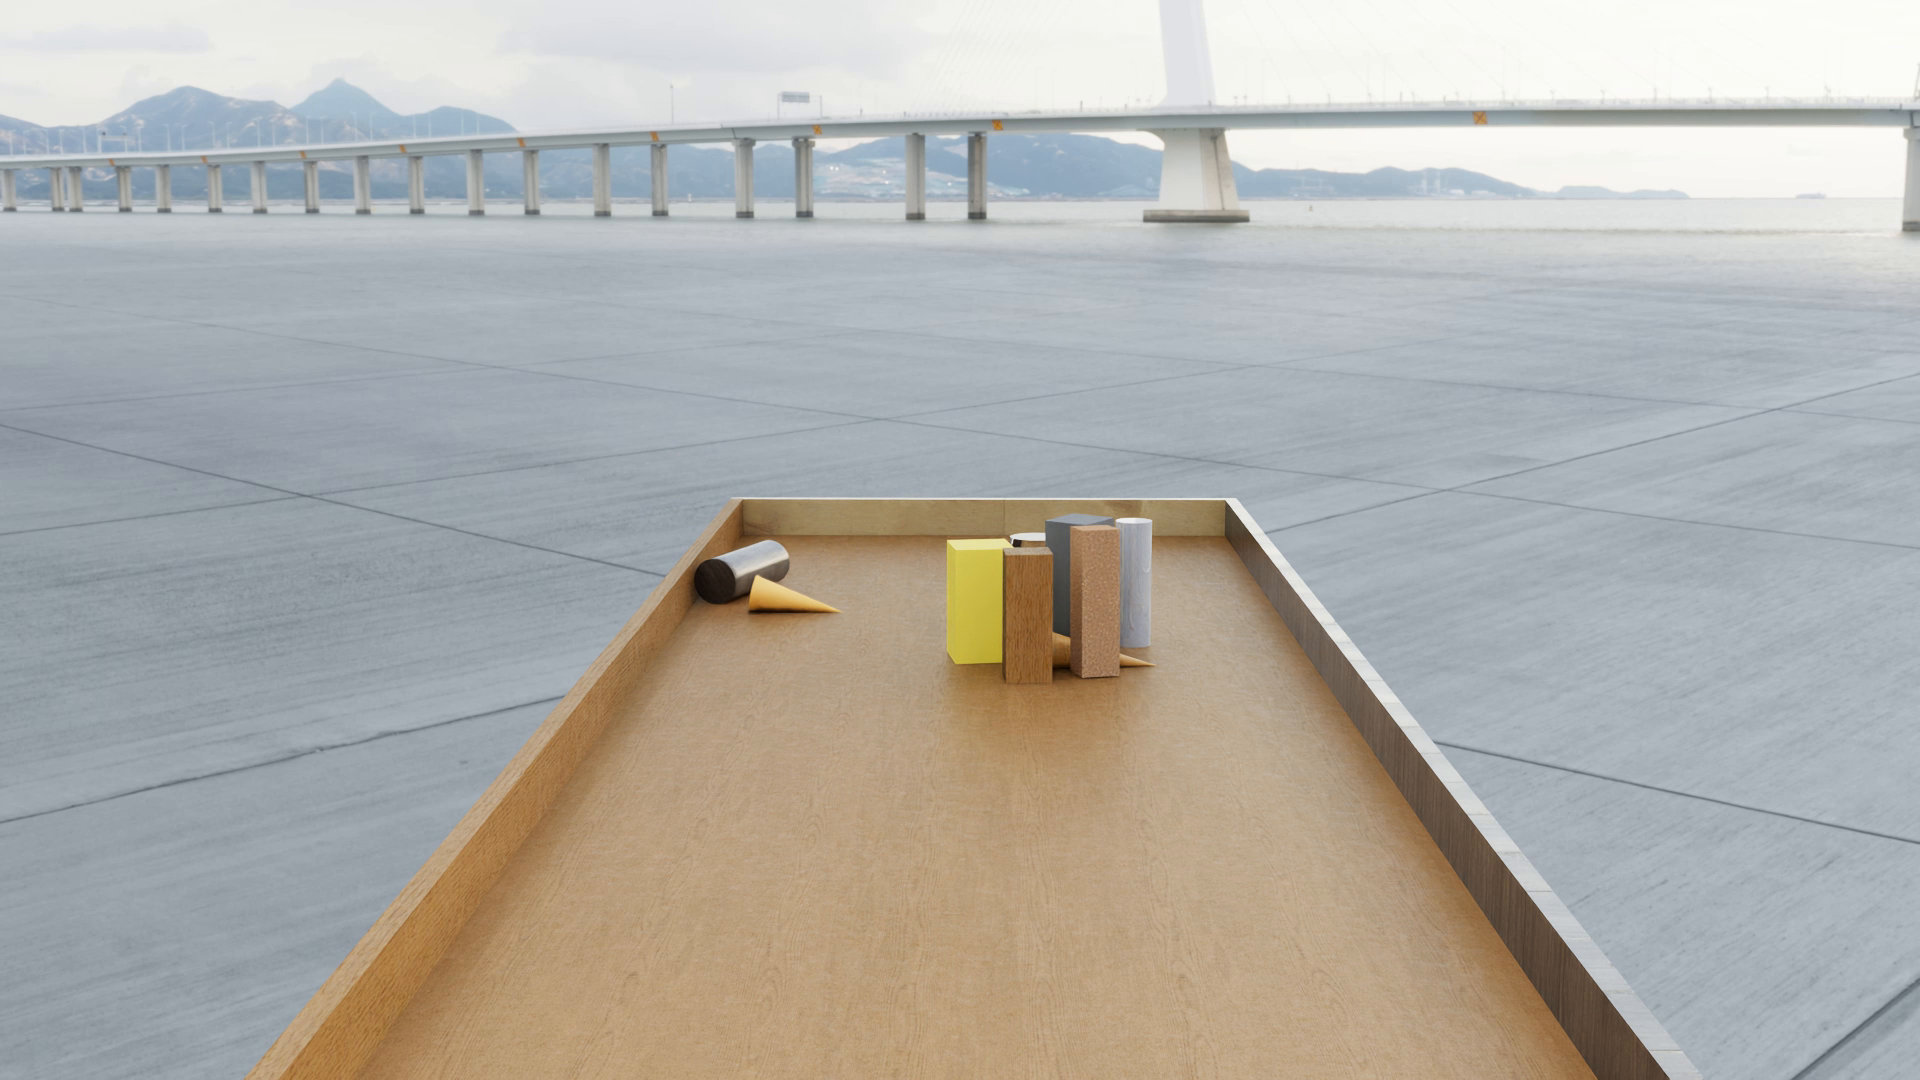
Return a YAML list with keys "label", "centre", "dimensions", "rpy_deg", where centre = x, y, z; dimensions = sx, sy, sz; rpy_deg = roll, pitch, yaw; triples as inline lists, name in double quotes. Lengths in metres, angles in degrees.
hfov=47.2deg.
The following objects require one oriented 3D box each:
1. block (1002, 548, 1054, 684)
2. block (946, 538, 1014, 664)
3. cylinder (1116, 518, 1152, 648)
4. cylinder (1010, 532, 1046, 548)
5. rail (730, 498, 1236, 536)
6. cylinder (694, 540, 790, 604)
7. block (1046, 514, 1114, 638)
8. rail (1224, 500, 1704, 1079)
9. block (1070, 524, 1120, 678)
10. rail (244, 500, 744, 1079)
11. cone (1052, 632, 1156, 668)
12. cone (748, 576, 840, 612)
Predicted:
- label: "block"
  centre: [0.196, 0.220, 6.411]
  dimensions: [0.135, 0.379, 0.135]
  rpy_deg: [-1, 9, -3]
- label: "block"
  centre: [0.062, 0.185, 6.718]
  dimensions: [0.180, 0.349, 0.180]
  rpy_deg: [-1, 10, -9]
- label: "cylinder"
  centre: [0.544, 0.134, 6.910]
  dimensions: [0.114, 0.393, 0.114]
  rpy_deg: [0, 9, 0]
- label: "cylinder"
  centre: [0.238, 0.155, 6.954]
  dimensions: [0.160, 0.336, 0.160]
  rpy_deg: [0, 9, 0]
- label: "rail"
  centre: [0.099, -0.098, 9.147]
  dimensions: [2.100, 0.150, 0.050]
  rpy_deg: [0, 9, 1]
- label: "cylinder"
  centre: [-0.769, 0.111, 7.800]
  dimensions: [0.159, 0.159, 0.443]
  rpy_deg: [3, 10, 20]
- label: "block"
  centre: [0.367, 0.147, 6.700]
  dimensions: [0.150, 0.428, 0.150]
  rpy_deg: [7, 13, 38]
- label: "rail"
  centre: [1.046, 0.843, 3.208]
  dimensions: [0.050, 0.150, 12.000]
  rpy_deg: [0, 9, 1]
- label: "block"
  centre: [0.397, 0.179, 6.480]
  dimensions: [0.115, 0.433, 0.115]
  rpy_deg: [-2, 7, -14]
- label: "rail"
  centre: [-1.004, 0.839, 3.234]
  dimensions: [0.050, 0.150, 12.000]
  rpy_deg: [0, 9, 1]
- label: "cone"
  centre: [0.376, 0.346, 6.593]
  dimensions: [0.450, 0.148, 0.148]
  rpy_deg: [9, 8, -6]
- label: "cone"
  centre: [-0.549, 0.213, 7.471]
  dimensions: [0.316, 0.122, 0.122]
  rpy_deg: [12, 10, 3]
